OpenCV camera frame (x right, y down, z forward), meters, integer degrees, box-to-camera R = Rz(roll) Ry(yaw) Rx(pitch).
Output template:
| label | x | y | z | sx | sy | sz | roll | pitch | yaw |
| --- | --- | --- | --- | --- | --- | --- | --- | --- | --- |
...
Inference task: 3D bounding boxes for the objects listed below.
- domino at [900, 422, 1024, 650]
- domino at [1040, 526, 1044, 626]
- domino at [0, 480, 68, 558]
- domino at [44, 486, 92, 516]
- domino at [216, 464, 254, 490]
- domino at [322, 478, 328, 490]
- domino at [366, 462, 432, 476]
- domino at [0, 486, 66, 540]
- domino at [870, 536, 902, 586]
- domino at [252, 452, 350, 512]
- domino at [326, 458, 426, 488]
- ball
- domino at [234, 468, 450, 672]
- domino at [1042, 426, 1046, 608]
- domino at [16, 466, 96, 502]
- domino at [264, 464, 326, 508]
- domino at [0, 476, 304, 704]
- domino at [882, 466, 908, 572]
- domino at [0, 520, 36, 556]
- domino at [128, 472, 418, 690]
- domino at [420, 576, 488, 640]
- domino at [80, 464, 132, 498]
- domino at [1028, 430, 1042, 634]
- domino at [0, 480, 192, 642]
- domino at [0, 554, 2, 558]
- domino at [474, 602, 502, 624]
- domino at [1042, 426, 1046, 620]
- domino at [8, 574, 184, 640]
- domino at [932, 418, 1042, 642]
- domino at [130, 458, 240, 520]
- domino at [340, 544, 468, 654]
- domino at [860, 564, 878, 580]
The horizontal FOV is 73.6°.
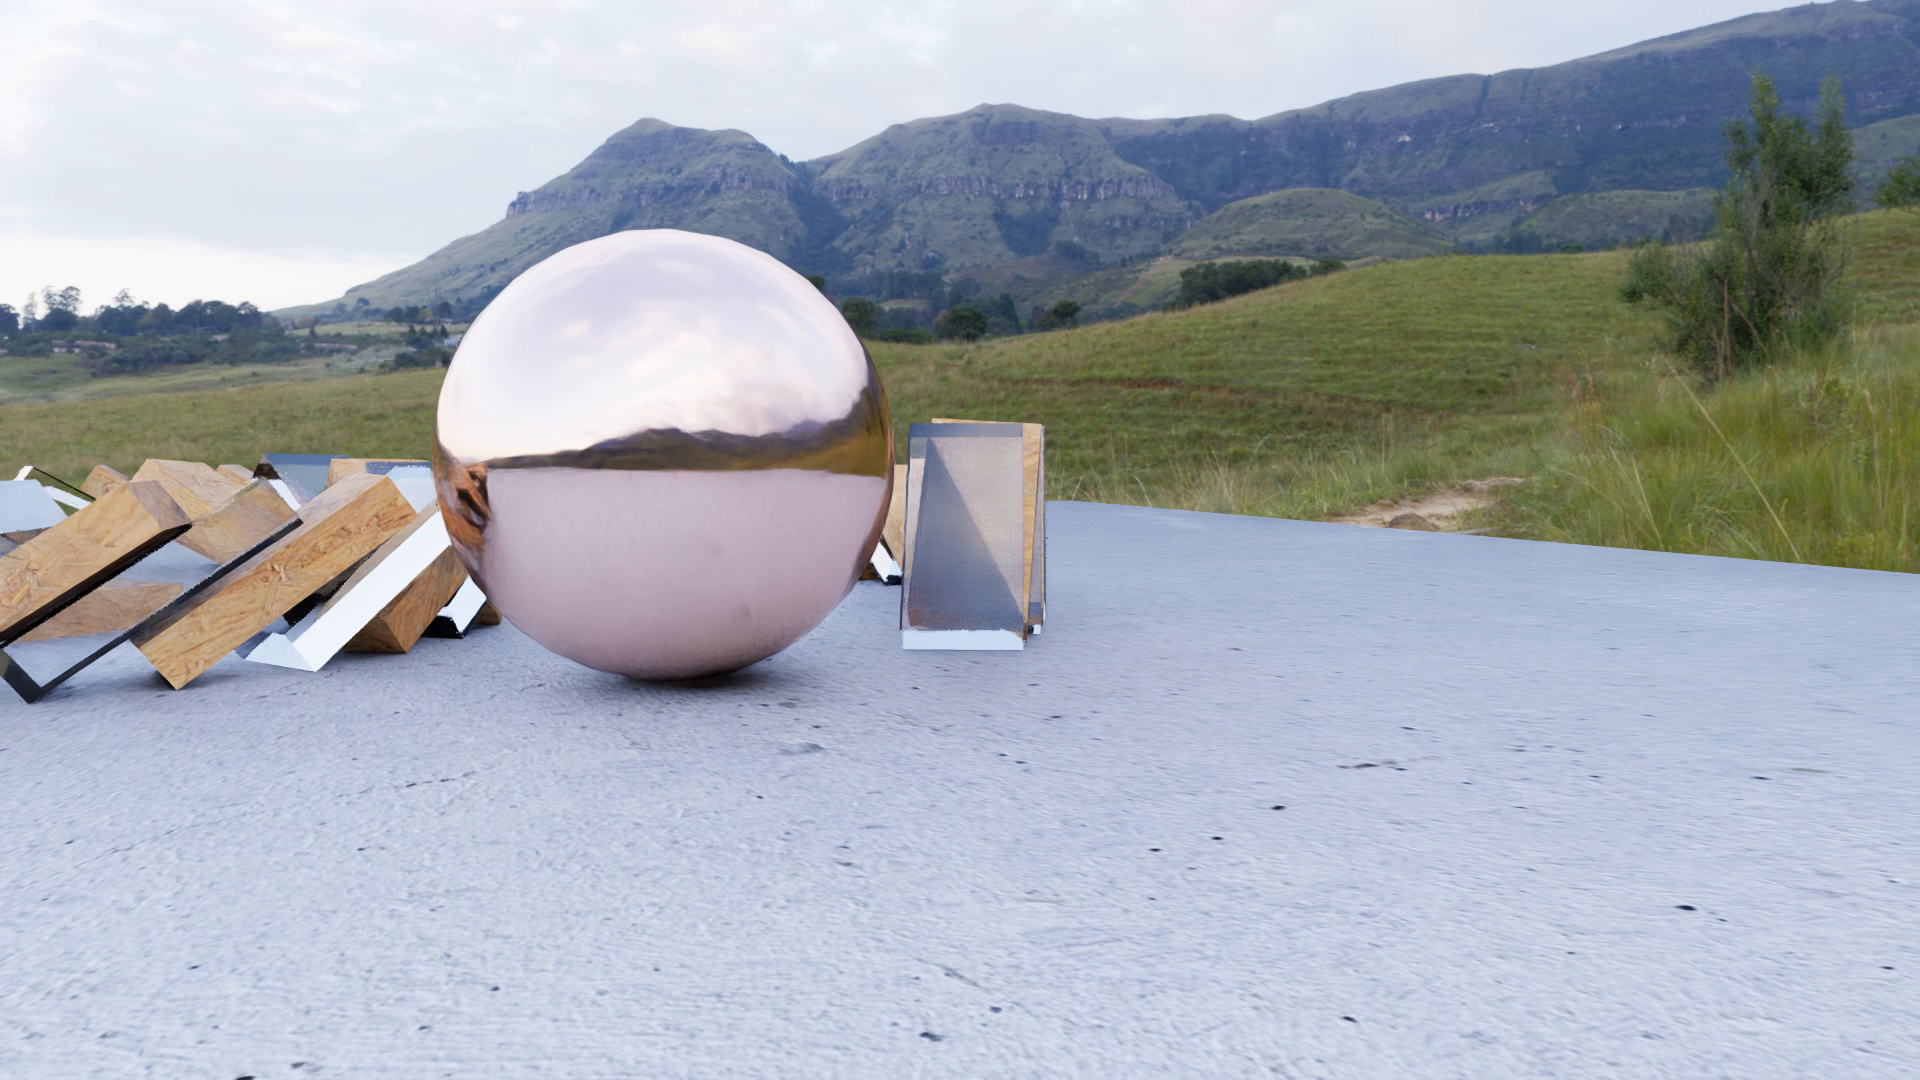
| label | x | y | z | sx | sy | sz | roll | pitch | yaw |
| --- | --- | --- | --- | --- | --- | --- | --- | --- | --- |
| domino | 0.001 | -0.002 | 0.274 | 0.025 | 0.050 | 0.009 | 0 | -29 | 2 |
| domino | 0.007 | -0.004 | 0.307 | 0.025 | 0.050 | 0.009 | 0 | -29 | 2 |
| domino | -0.175 | 0.009 | 0.208 | 0.050 | 0.009 | 0.025 | -36 | 11 | -8 |
| domino | -0.212 | 0.002 | 0.331 | 0.050 | 0.010 | 0.025 | 28 | -9 | -25 |
| domino | -0.243 | -0.010 | 0.464 | 0.050 | 0.009 | 0.025 | 33 | -6 | -15 |
| domino | -0.206 | -0.010 | 0.475 | 0.050 | 0.009 | 0.025 | 32 | 1 | -7 |
| domino | -0.138 | -0.001 | 0.333 | 0.025 | 0.010 | 0.050 | -3 | 42 | -31 |
| domino | -0.300 | -0.006 | 0.415 | 0.025 | 0.009 | 0.050 | 4 | -27 | 44 |
| domino | -0.022 | -0.005 | 0.405 | 0.025 | 0.009 | 0.050 | -3 | 38 | -32 |
| domino | -0.170 | -0.004 | 0.352 | 0.050 | 0.009 | 0.025 | 46 | 23 | 22 |
| domino | -0.151 | -0.003 | 0.345 | 0.025 | 0.009 | 0.050 | -2 | 42 | -40 |
| ball | -0.052 | -0.015 | 0.230 | 0.080 | 0.080 | 0.080 | 0 | 4 | 0 |
| domino | -0.122 | 0.004 | 0.260 | 0.025 | 0.010 | 0.050 | 3 | 42 | 32 |
| domino | 0.009 | -0.006 | 0.330 | 0.025 | 0.050 | 0.009 | 0 | -29 | 2 |
| domino | -0.288 | -0.007 | 0.430 | 0.025 | 0.009 | 0.050 | 5 | -27 | 49 |
| domino | -0.225 | -0.010 | 0.470 | 0.050 | 0.010 | 0.025 | 32 | -3 | -11 |
| domino | -0.143 | 0.007 | 0.228 | 0.050 | 0.009 | 0.025 | -40 | 22 | -21 |
| domino | -0.010 | -0.005 | 0.390 | 0.025 | 0.010 | 0.050 | -2 | 39 | -25 |
| domino | -0.310 | -0.005 | 0.399 | 0.025 | 0.010 | 0.050 | 3 | -27 | 38 |
| domino | -0.129 | 0.006 | 0.241 | 0.050 | 0.010 | 0.025 | -44 | 29 | -28 |
| domino | -0.117 | 0.002 | 0.298 | 0.025 | 0.009 | 0.050 | 2 | 40 | 10 |
| domino | -0.275 | -0.009 | 0.445 | 0.050 | 0.009 | 0.025 | 35 | -13 | -26 |
| domino | 0.006 | -0.003 | 0.296 | 0.025 | 0.050 | 0.009 | 1 | -29 | 3 |
| domino | -0.158 | 0.008 | 0.217 | 0.050 | 0.009 | 0.025 | -37 | 16 | -15 |
| domino | -0.319 | -0.004 | 0.383 | 0.025 | 0.009 | 0.050 | 2 | -28 | 32 |
| domino | -0.121 | 0.000 | 0.317 | 0.025 | 0.009 | 0.050 | 1 | 41 | -3 |
| domino | 0.009 | -0.005 | 0.319 | 0.025 | 0.050 | 0.009 | 0 | -29 | 2 |
| domino | -0.212 | 0.016 | 0.297 | 0.025 | 0.010 | 0.050 | 2 | 5 | 26 |
| domino | 0.004 | -0.003 | 0.285 | 0.025 | 0.050 | 0.009 | 4 | -29 | 4 |
| domino | -0.194 | -0.003 | 0.346 | 0.050 | 0.009 | 0.025 | 36 | 1 | 0 |
| domino | -0.119 | 0.003 | 0.279 | 0.025 | 0.009 | 0.050 | 1 | 40 | 18 |
| domino | -0.035 | -0.006 | 0.419 | 0.025 | 0.009 | 0.050 | -3 | 38 | -39 |
